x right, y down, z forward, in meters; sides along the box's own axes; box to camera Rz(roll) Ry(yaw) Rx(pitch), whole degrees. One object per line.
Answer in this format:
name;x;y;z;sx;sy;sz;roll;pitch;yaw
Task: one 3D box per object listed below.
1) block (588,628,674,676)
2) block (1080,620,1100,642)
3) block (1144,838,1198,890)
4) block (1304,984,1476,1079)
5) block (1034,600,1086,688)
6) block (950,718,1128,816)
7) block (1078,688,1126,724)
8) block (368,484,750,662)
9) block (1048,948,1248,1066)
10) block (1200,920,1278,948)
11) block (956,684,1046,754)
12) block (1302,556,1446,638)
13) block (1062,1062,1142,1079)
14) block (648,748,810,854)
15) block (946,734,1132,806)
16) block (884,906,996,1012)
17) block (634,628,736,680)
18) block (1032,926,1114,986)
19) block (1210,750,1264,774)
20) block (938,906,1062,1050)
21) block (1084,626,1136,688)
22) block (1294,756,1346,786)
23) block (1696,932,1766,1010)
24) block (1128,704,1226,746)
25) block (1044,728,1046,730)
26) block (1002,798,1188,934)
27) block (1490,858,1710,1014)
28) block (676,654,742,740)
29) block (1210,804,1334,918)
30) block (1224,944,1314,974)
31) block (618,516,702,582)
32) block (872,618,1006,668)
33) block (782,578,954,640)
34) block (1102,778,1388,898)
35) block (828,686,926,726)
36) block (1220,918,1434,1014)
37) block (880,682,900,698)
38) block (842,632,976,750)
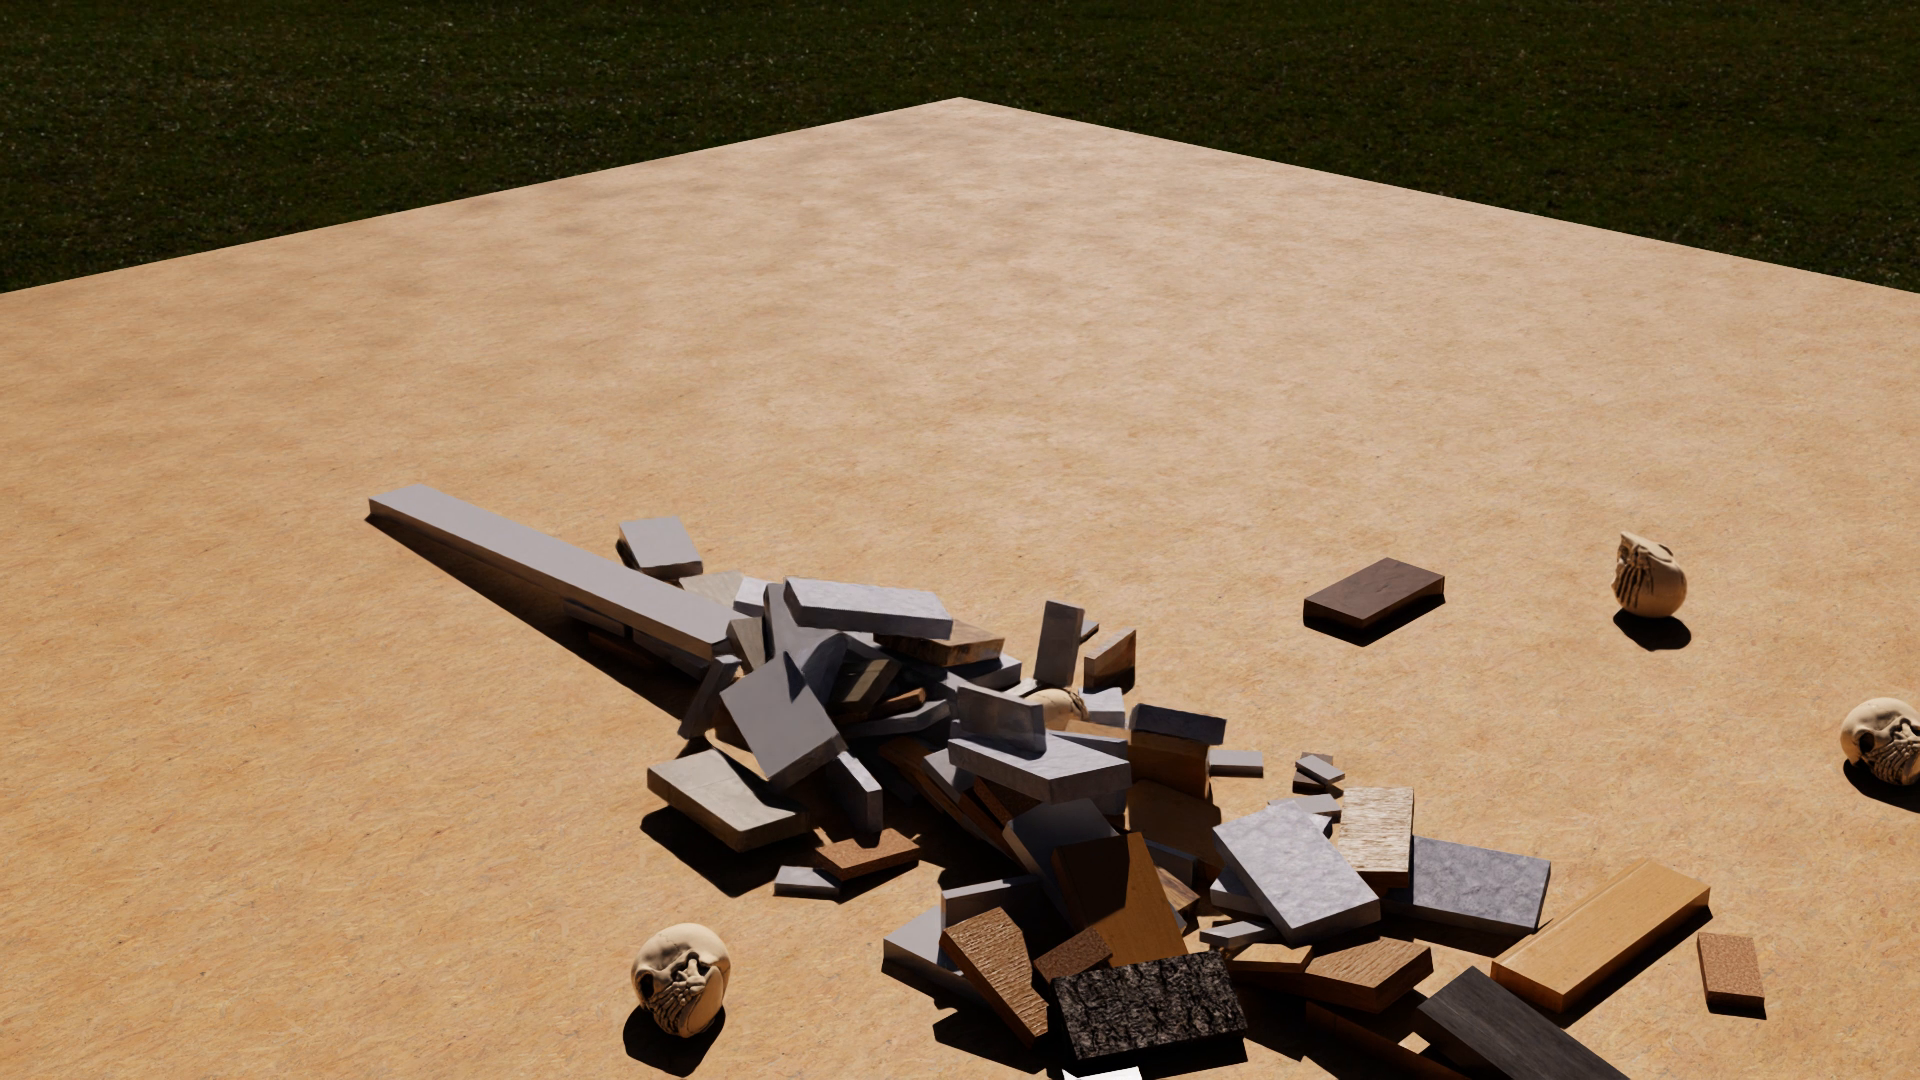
block;-0.747;0.245;5.140;0.239;0.034;0.120;21;31;40
block;0.286;0.216;5.232;0.050;0.014;0.101;13;26;28
block;0.393;0.620;4.217;0.130;0.065;0.018;16;28;33
block;0.777;0.834;3.735;0.340;0.048;0.170;20;30;39
block;0.224;0.235;4.969;0.091;0.182;0.026;13;6;38
block;0.153;0.455;4.427;0.386;0.145;0.041;4;5;31
block;0.310;0.362;4.826;0.095;0.027;0.190;0;12;1
block;-1.014;0.058;5.445;0.156;0.044;1.522;-20;27;-39
block;0.319;0.798;3.740;0.307;0.043;0.153;-7;52;-16
block;0.495;0.700;3.906;0.134;0.019;0.067;-3;5;-43
block;0.079;0.345;4.289;0.026;0.091;0.307;-9;8;-26
block;1.014;0.138;5.375;0.170;0.048;0.354;21;31;40
block;0.235;0.893;3.634;0.125;0.018;0.063;-3;23;-7
block;-0.464;0.517;4.394;0.167;0.047;0.334;-13;25;-37
block;0.145;0.423;4.177;0.167;0.047;0.445;-9;8;-24
block;0.019;0.752;3.936;0.290;0.041;0.145;18;29;37
block;-0.629;0.244;5.058;0.239;0.034;0.120;26;34;37
block;0.195;0.725;3.805;0.125;0.018;0.063;-28;58;-18
block;0.512;0.465;4.640;0.251;0.018;0.065;2;23;4
block;0.094;0.757;3.810;0.131;0.037;0.263;-15;46;-38
block;0.340;0.275;4.991;0.027;0.095;0.190;14;27;31
block;0.748;0.478;4.569;0.049;0.014;0.097;-16;28;-32
block;1.372;0.767;3.920;0.095;0.027;0.190;5;23;11
block;0.436;0.375;4.449;0.173;0.049;0.346;10;-6;3
block;0.141;0.454;4.502;0.291;0.145;0.041;14;24;30
block;0.243;0.617;4.001;0.167;0.047;0.334;-26;63;-27
block;1.176;0.716;4.020;0.507;0.041;0.145;-21;30;-40
block;-0.537;0.336;4.707;0.026;0.186;0.093;30;9;14
block;0.586;0.600;4.121;0.131;0.037;0.272;8;33;30
block;0.538;0.728;3.830;0.140;0.019;0.067;-3;15;28
block;-0.771;0.023;5.649;0.156;0.044;0.312;-7;24;-17
block;-0.043;0.220;4.863;0.170;0.048;0.340;20;8;21
block;-0.198;0.148;4.716;0.334;0.047;0.167;6;18;-18
block;0.531;0.600;4.224;0.584;0.043;0.153;18;39;41
block;-0.200;0.356;4.592;0.257;0.022;0.079;-16;6;10
block;0.635;0.739;3.852;0.340;0.048;0.170;3;19;46
block;-0.208;0.333;4.660;0.079;0.022;0.158;-12;-5;-41
block;-0.112;0.334;4.752;0.049;0.173;0.398;-18;29;-38
